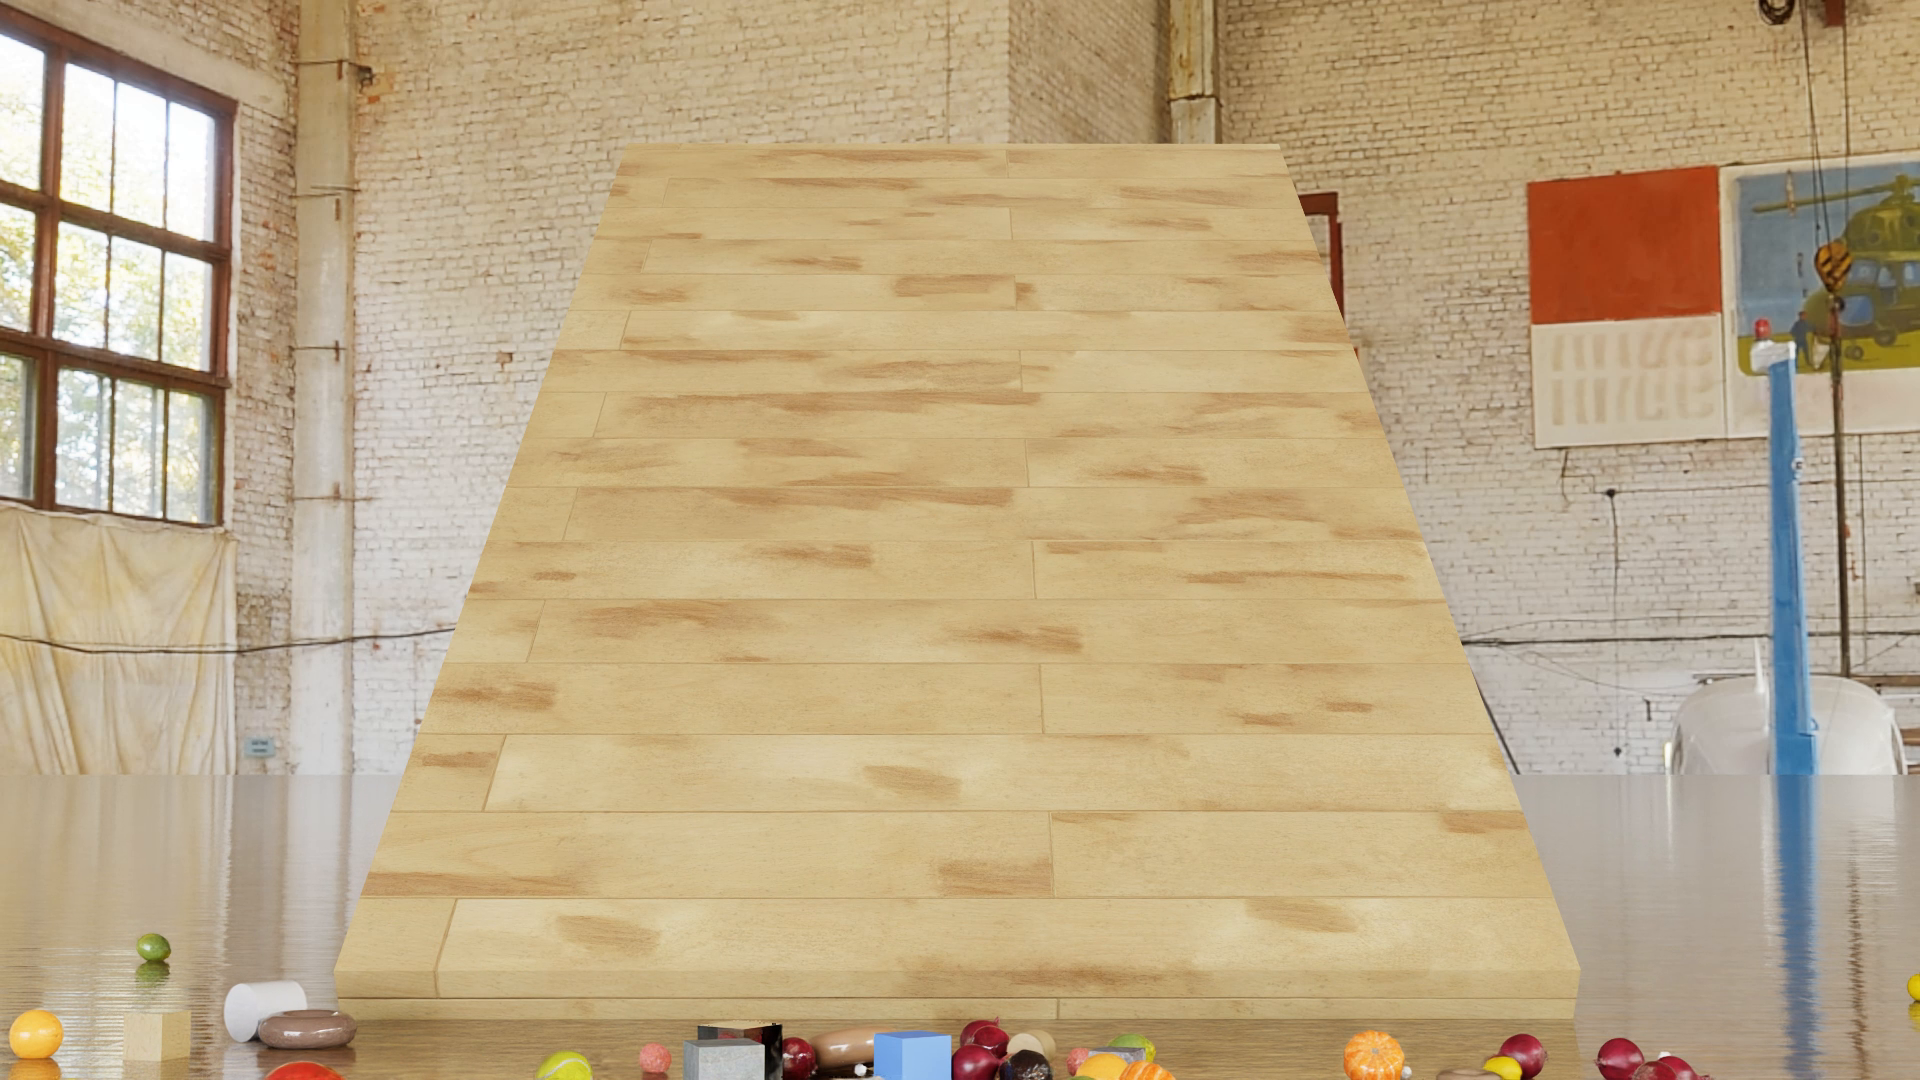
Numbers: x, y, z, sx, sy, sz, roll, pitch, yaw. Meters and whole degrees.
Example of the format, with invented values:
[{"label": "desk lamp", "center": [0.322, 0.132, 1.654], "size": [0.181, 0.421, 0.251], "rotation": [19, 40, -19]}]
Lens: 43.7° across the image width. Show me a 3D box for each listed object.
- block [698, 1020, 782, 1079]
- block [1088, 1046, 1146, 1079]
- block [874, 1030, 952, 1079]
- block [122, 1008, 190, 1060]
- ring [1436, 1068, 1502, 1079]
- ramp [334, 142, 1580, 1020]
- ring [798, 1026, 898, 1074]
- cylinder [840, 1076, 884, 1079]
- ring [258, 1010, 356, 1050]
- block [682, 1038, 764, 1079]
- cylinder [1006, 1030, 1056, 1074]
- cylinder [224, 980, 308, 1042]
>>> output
[{"label": "block", "center": [-0.283, 0.663, 3.078], "size": [0.077, 0.077, 0.077], "rotation": [-4, -7, 35]}, {"label": "block", "center": [0.196, 0.664, 2.982], "size": [0.057, 0.057, 0.057], "rotation": [-2, -6, 20]}, {"label": "block", "center": [-0.060, 0.660, 3.022], "size": [0.071, 0.071, 0.071], "rotation": [3, -6, -32]}, {"label": "block", "center": [-1.134, 0.698, 3.379], "size": [0.064, 0.064, 0.064], "rotation": [-2, -6, 19]}, {"label": "ring", "center": [0.638, 0.680, 2.998], "size": [0.084, 0.028, 0.084], "rotation": [1, -4, 0]}, {"label": "ramp", "center": [-0.012, -0.220, 5.619], "size": [2.000, 0.100, 4.000], "rotation": [0, 29, 0]}, {"label": "ring", "center": [-0.147, 0.683, 3.208], "size": [0.144, 0.048, 0.144], "rotation": [-8, -17, -2]}, {"label": "cylinder", "center": [-0.125, 0.584, 2.368], "size": [0.099, 0.099, 0.099], "rotation": [2, -6, -23]}, {"label": "ring", "center": [-0.961, 0.721, 3.527], "size": [0.141, 0.047, 0.141], "rotation": [1, -4, 0]}, {"label": "block", "center": [-0.283, 0.641, 2.858], "size": [0.079, 0.079, 0.079], "rotation": [2, -6, -20]}, {"label": "cylinder", "center": [0.096, 0.689, 3.227], "size": [0.053, 0.053, 0.053], "rotation": [-2, -6, 21]}, {"label": "cylinder", "center": [-1.046, 0.709, 3.605], "size": [0.086, 0.086, 0.086], "rotation": [-4, -7, 38]}]
